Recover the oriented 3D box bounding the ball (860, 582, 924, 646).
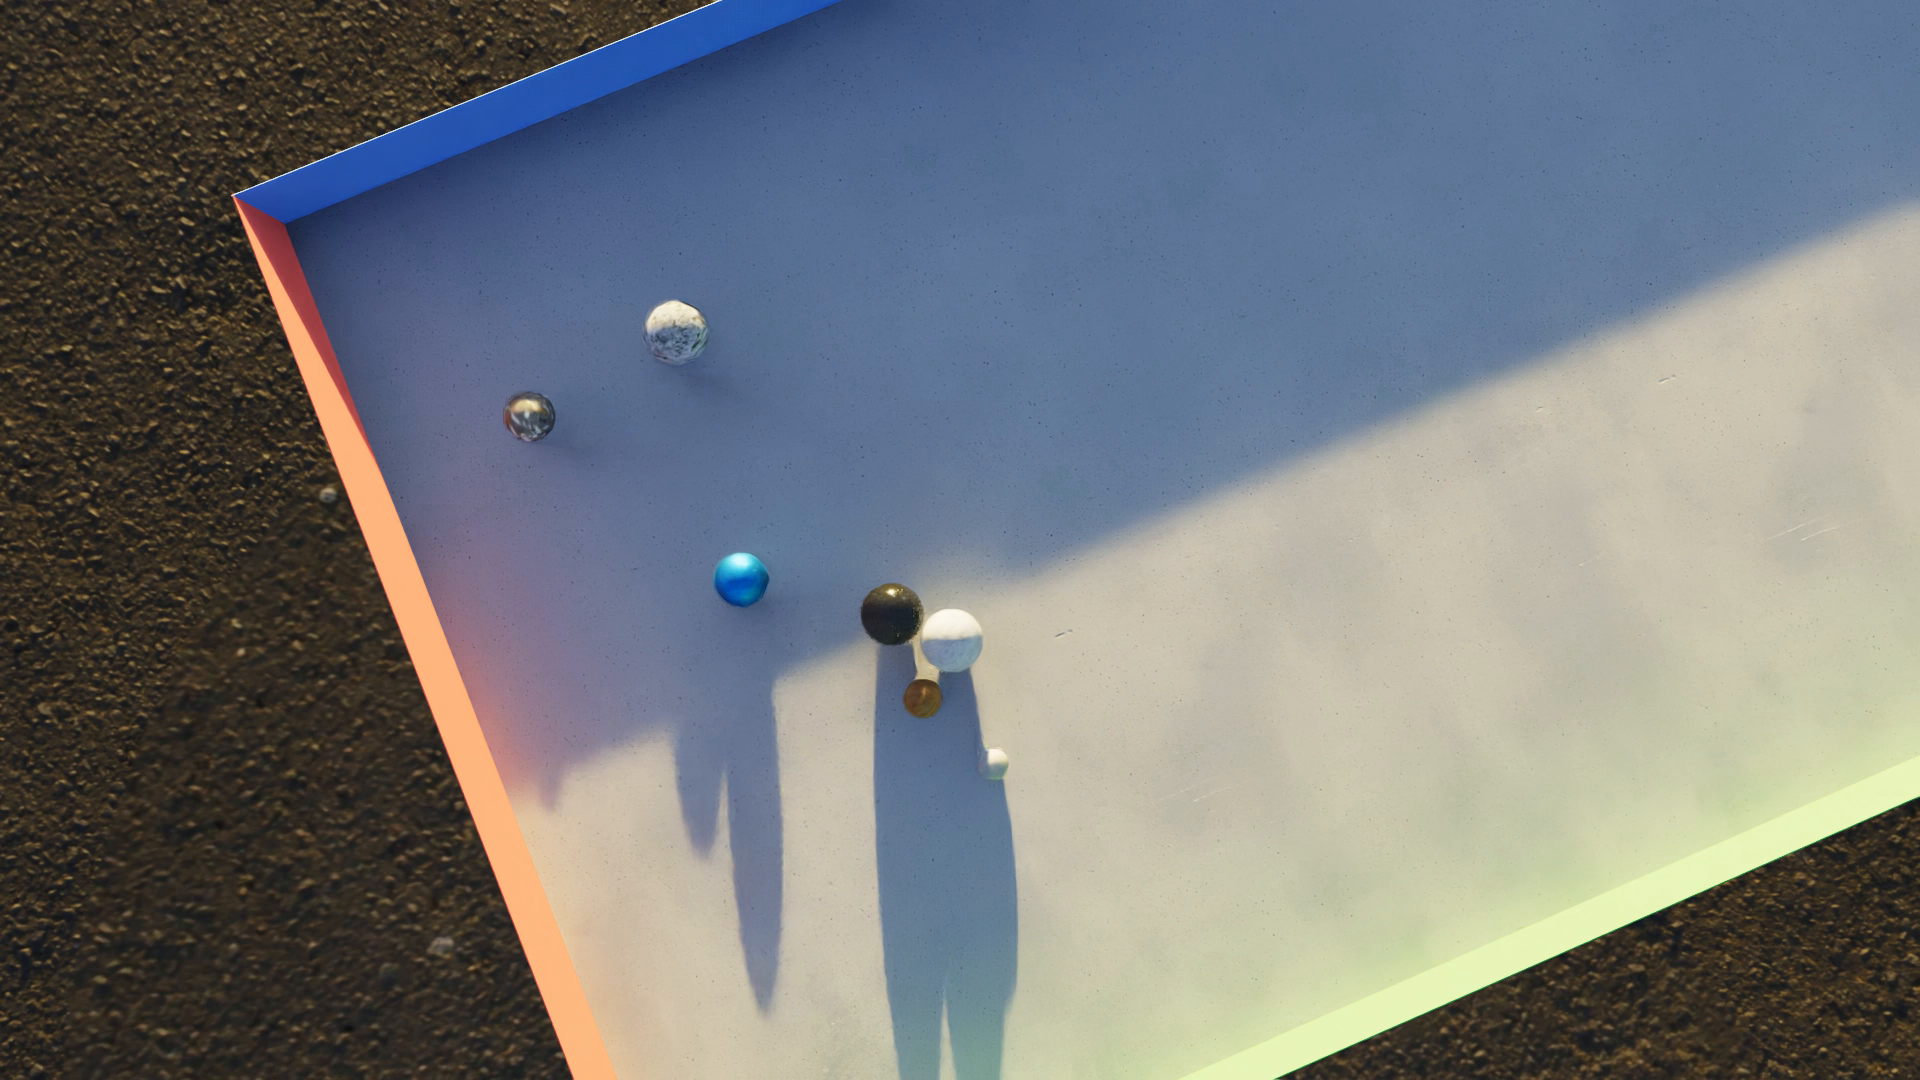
[{"bbox_3d":[-0.100,0.109,3.244,0.093,0.093,0.093,0,81,0],"label":"ball"}]

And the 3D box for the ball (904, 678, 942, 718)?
[{"bbox_3d":[-0.054,0.233,3.243,0.057,0.057,0.057,0,81,0],"label":"ball"}]

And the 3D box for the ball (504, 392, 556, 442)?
[{"bbox_3d":[-0.645,-0.185,3.299,0.074,0.074,0.074,0,81,0],"label":"ball"}]

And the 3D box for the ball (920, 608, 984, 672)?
[{"bbox_3d":[-0.012,0.148,3.238,0.093,0.093,0.093,0,81,0],"label":"ball"}]

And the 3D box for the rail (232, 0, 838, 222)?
[{"bbox_3d":[0.399,-1.096,3.414,3.195,0.127,0.045,-23,82,-3],"label":"rail"}]

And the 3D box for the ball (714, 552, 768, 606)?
[{"bbox_3d":[-0.323,0.059,3.259,0.080,0.080,0.080,0,81,0],"label":"ball"}]

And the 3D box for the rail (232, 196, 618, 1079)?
[{"bbox_3d":[-0.714,0.294,3.197,0.045,0.127,1.770,-23,82,-3],"label":"rail"}]

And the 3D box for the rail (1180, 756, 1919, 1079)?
[{"bbox_3d":[1.071,0.472,3.170,3.195,0.127,0.045,-23,82,-3],"label":"rail"}]

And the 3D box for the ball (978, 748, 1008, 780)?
[{"bbox_3d":[0.049,0.330,3.233,0.046,0.046,0.046,0,81,0],"label":"ball"}]

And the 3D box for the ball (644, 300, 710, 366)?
[{"bbox_3d":[-0.427,-0.312,3.307,0.097,0.097,0.097,0,81,0],"label":"ball"}]
